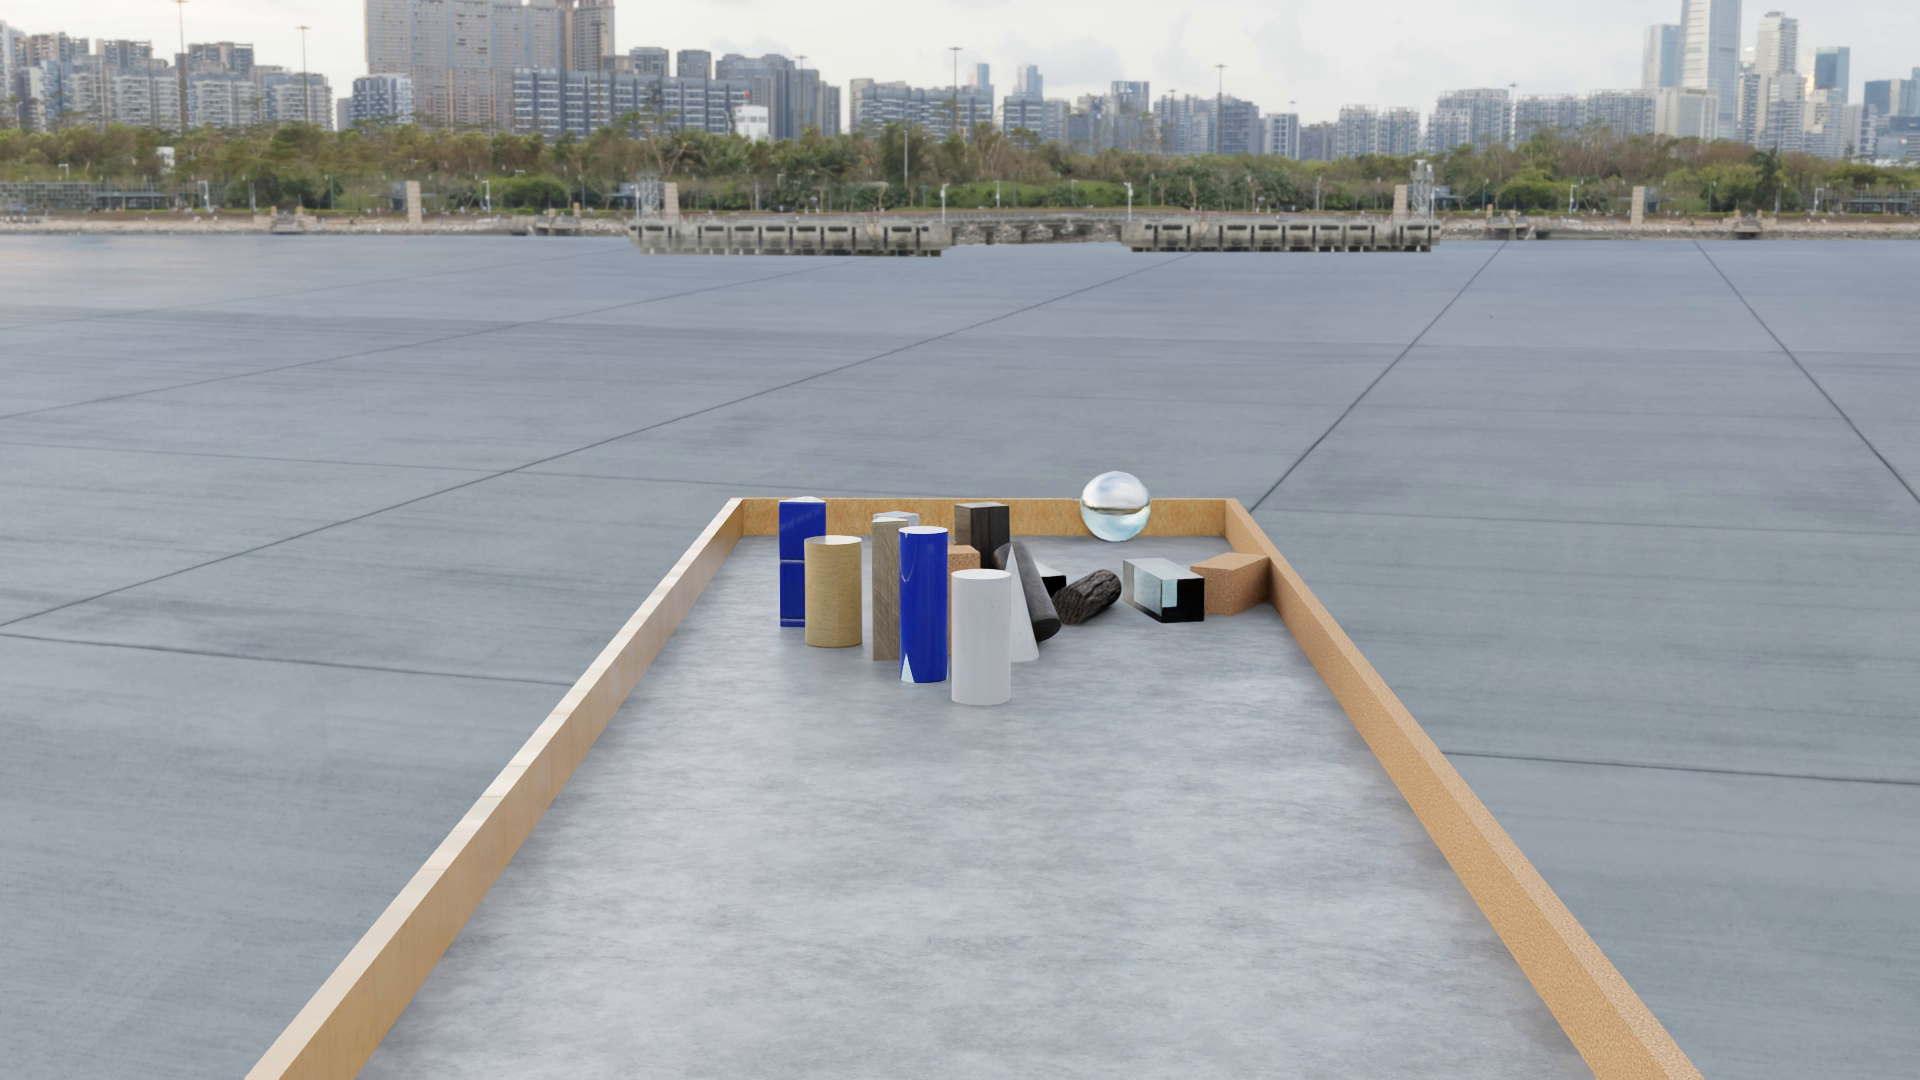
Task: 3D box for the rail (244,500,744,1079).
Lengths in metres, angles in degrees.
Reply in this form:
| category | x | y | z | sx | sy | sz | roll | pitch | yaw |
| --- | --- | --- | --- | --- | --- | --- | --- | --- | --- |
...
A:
| category | x | y | z | sx | sy | sz | roll | pitch | yaw |
| --- | --- | --- | --- | --- | --- | --- | --- | --- | --- |
| rail | -1.004 | 0.839 | 3.234 | 0.050 | 0.150 | 12.000 | 0 | 9 | 1 |

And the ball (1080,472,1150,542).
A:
| category | x | y | z | sx | sy | sz | roll | pitch | yaw |
| --- | --- | --- | --- | --- | --- | --- | --- | --- | --- |
| ball | 0.633 | -0.136 | 8.950 | 0.288 | 0.288 | 0.288 | 0 | 9 | 0 |

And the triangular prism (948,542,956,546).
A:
| category | x | y | z | sx | sy | sz | roll | pitch | yaw |
| --- | --- | --- | --- | --- | --- | --- | --- | --- | --- |
| triangular prism | -0.045 | 0.163 | 6.988 | 0.140 | 0.308 | 0.122 | 4 | 9 | 38 |

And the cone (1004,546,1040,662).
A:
| category | x | y | z | sx | sy | sz | roll | pitch | yaw |
| --- | --- | --- | --- | --- | --- | --- | --- | --- | --- |
| cone | 0.158 | 0.183 | 6.727 | 0.172 | 0.353 | 0.172 | 0 | 9 | 0 |

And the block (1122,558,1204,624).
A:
| category | x | y | z | sx | sy | sz | roll | pitch | yaw |
| --- | --- | --- | --- | --- | --- | --- | --- | --- | --- |
| block | 0.688 | 0.169 | 7.473 | 0.147 | 0.147 | 0.419 | -2 | 9 | -14 |

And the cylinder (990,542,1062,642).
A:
| category | x | y | z | sx | sy | sz | roll | pitch | yaw |
| --- | --- | --- | --- | --- | --- | --- | --- | --- | --- |
| cylinder | 0.209 | 0.164 | 7.004 | 0.126 | 0.126 | 0.312 | -4 | 52 | -26 |

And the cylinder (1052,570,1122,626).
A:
| category | x | y | z | sx | sy | sz | roll | pitch | yaw |
| --- | --- | --- | --- | --- | --- | --- | --- | --- | --- |
| cylinder | 0.427 | 0.191 | 7.405 | 0.126 | 0.126 | 0.380 | 4 | 10 | 21 |

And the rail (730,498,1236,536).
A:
| category | x | y | z | sx | sy | sz | roll | pitch | yaw |
| --- | --- | --- | --- | --- | --- | --- | --- | --- | --- |
| rail | 0.099 | -0.098 | 9.147 | 2.100 | 0.150 | 0.050 | 0 | 9 | 1 |

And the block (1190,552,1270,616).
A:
| category | x | y | z | sx | sy | sz | roll | pitch | yaw |
| --- | --- | --- | --- | --- | --- | --- | --- | --- | --- |
| block | 0.930 | 0.149 | 7.567 | 0.157 | 0.157 | 0.333 | 5 | 10 | 29 |

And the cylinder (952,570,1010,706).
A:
| category | x | y | z | sx | sy | sz | roll | pitch | yaw |
| --- | --- | --- | --- | --- | --- | --- | --- | --- | --- |
| cylinder | 0.059 | 0.271 | 6.167 | 0.167 | 0.355 | 0.167 | 0 | 9 | 0 |

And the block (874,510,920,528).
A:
| category | x | y | z | sx | sy | sz | roll | pitch | yaw |
| --- | --- | --- | --- | --- | --- | --- | --- | --- | --- |
| block | -0.207 | 0.102 | 7.169 | 0.106 | 0.375 | 0.106 | 9 | 13 | 44 |

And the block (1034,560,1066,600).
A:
| category | x | y | z | sx | sy | sz | roll | pitch | yaw |
| --- | --- | --- | --- | --- | --- | --- | --- | --- | --- |
| block | 0.232 | 0.160 | 7.566 | 0.136 | 0.136 | 0.391 | -3 | 9 | -18 |

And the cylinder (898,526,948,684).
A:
| category | x | y | z | sx | sy | sz | roll | pitch | yaw |
| --- | --- | --- | --- | --- | --- | --- | --- | --- | --- |
| cylinder | -0.106 | 0.188 | 6.424 | 0.143 | 0.439 | 0.143 | 0 | 9 | 0 |

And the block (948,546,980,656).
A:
| category | x | y | z | sx | sy | sz | roll | pitch | yaw |
| --- | --- | --- | --- | --- | --- | --- | --- | --- | --- |
| block | -0.029 | 0.187 | 6.814 | 0.153 | 0.318 | 0.153 | -2 | 9 | -12 |

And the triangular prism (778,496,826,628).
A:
| category | x | y | z | sx | sy | sz | roll | pitch | yaw |
| --- | --- | --- | --- | --- | --- | --- | --- | --- | --- |
| triangular prism | -0.506 | 0.070 | 7.242 | 0.153 | 0.415 | 0.133 | 1 | 9 | 7 |

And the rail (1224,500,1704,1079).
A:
| category | x | y | z | sx | sy | sz | roll | pitch | yaw |
| --- | --- | --- | --- | --- | --- | --- | --- | --- | --- |
| rail | 1.046 | 0.843 | 3.208 | 0.050 | 0.150 | 12.000 | 0 | 9 | 1 |

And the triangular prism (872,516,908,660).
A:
| category | x | y | z | sx | sy | sz | roll | pitch | yaw |
| --- | --- | --- | --- | --- | --- | --- | --- | --- | --- |
| triangular prism | -0.225 | 0.146 | 6.721 | 0.113 | 0.427 | 0.098 | -3 | 9 | -18 |

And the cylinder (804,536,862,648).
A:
| category | x | y | z | sx | sy | sz | roll | pitch | yaw |
| --- | --- | --- | --- | --- | --- | --- | --- | --- | --- |
| cylinder | -0.399 | 0.162 | 6.934 | 0.180 | 0.329 | 0.180 | 0 | 9 | 0 |

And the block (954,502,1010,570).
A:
| category | x | y | z | sx | sy | sz | roll | pitch | yaw |
| --- | --- | --- | --- | --- | --- | --- | --- | --- | --- |
| block | 0.074 | 0.084 | 7.182 | 0.137 | 0.400 | 0.137 | -4 | 7 | -22 |
